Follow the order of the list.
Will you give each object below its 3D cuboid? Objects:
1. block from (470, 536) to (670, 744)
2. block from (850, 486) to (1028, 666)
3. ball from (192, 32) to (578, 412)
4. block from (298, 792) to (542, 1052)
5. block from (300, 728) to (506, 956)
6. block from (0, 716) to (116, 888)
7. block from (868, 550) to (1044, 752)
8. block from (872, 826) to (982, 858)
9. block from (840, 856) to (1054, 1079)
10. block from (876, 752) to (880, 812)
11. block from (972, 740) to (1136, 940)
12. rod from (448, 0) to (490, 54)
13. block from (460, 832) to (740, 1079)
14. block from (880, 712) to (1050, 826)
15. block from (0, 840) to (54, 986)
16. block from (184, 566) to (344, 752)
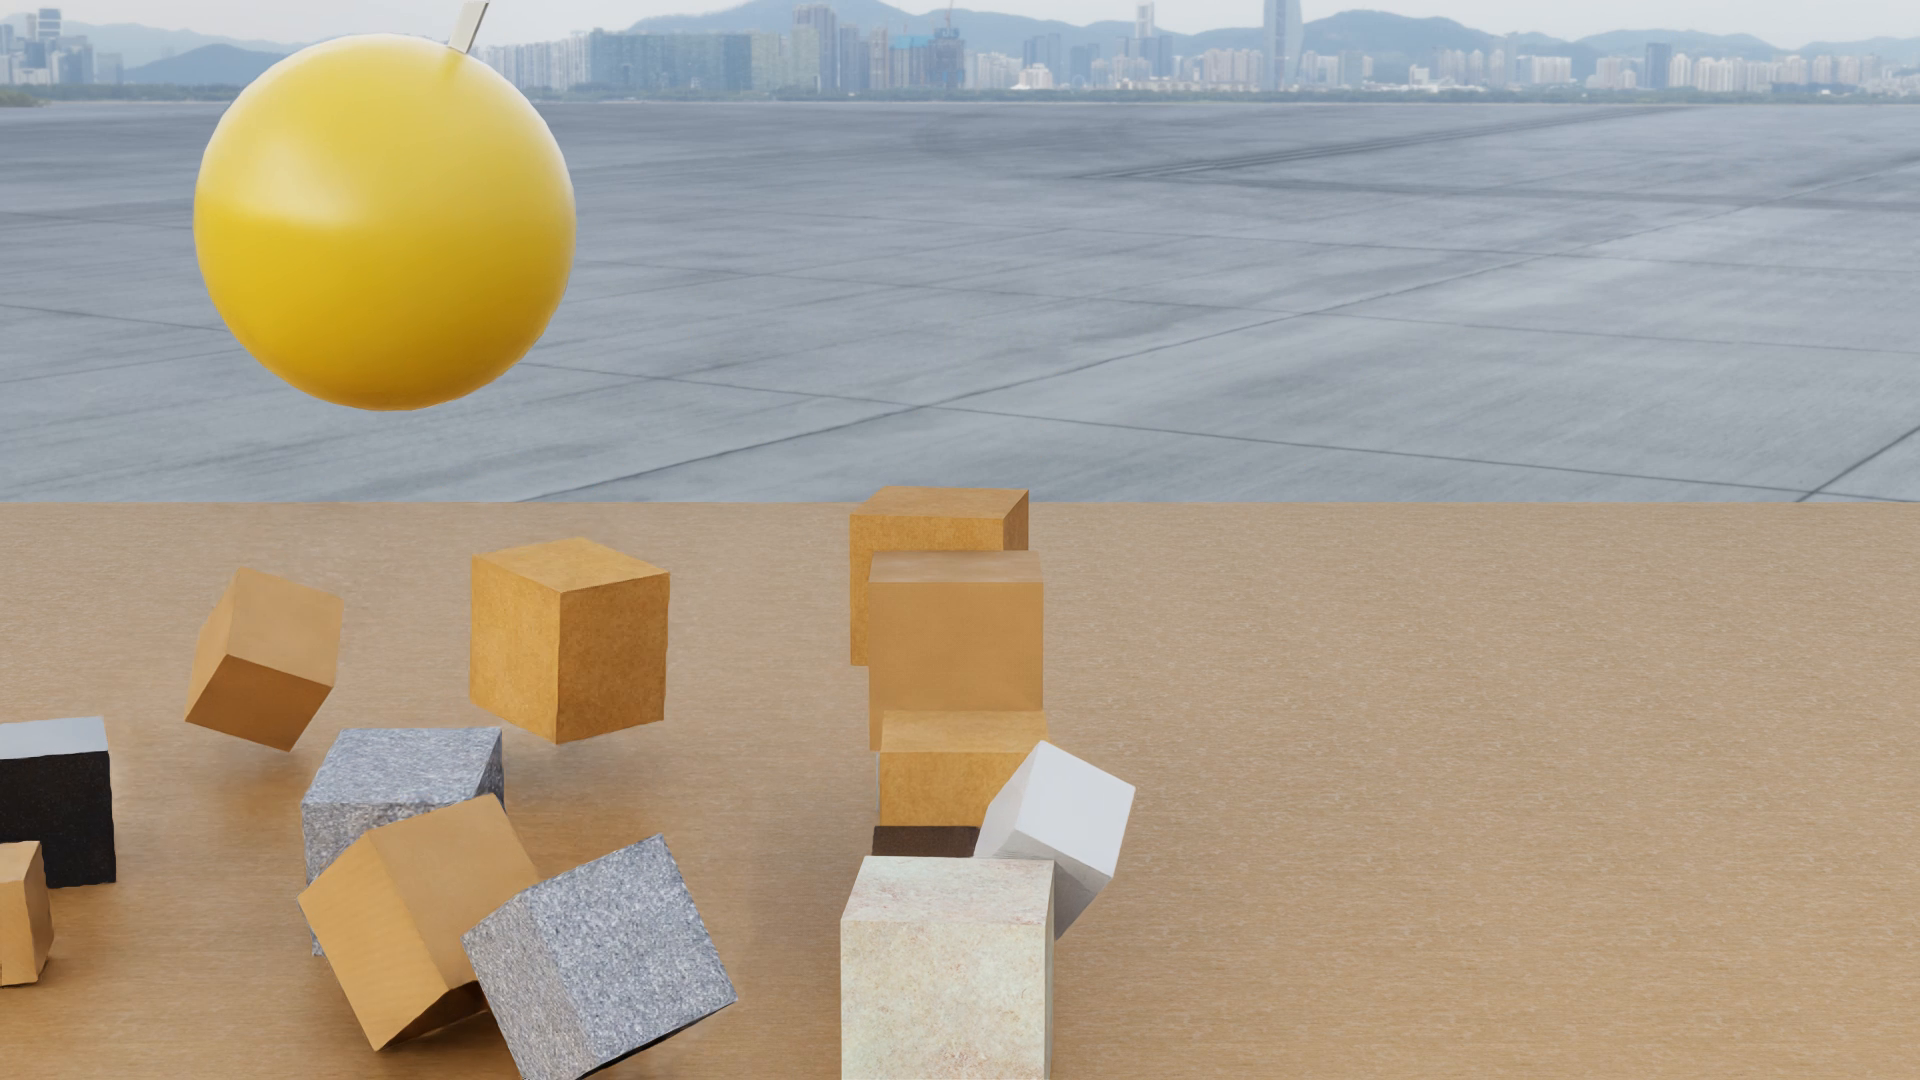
[{"bbox_3d":[-1.989,0.498,13.045,0.672,0.787,0.752,-11,21,-43],"label":"block"},{"bbox_3d":[-0.088,0.171,12.379,0.725,0.721,0.862,2,10,9],"label":"block"},{"bbox_3d":[-2.438,-1.347,10.935,1.600,1.600,1.600,0,10,0],"label":"ball"},{"bbox_3d":[-1.934,1.402,9.461,0.532,0.648,0.607,-41,-16,36],"label":"block"},{"bbox_3d":[-2.283,1.238,10.633,0.675,0.666,0.804,0,17,-2],"label":"block"},{"bbox_3d":[-4.129,1.176,11.426,0.646,0.599,0.656,-4,11,-20],"label":"block"},{"bbox_3d":[-0.018,0.487,11.541,0.758,0.754,0.755,0,10,0],"label":"block"},{"bbox_3d":[-0.013,1.462,10.057,0.660,0.525,0.610,0,10,0],"label":"block"},{"bbox_3d":[-0.030,1.564,8.962,0.684,0.717,0.722,1,10,4],"label":"block"},{"bbox_3d":[-0.008,0.870,12.661,0.790,0.757,0.741,0,10,0],"label":"block"},{"bbox_3d":[0.329,1.114,9.505,0.402,0.465,0.444,27,44,-7],"label":"block"},{"bbox_3d":[-1.057,-4.403,10.380,0.080,5.200,0.080,24,9,-4],"label":"rod"},{"bbox_3d":[-1.244,1.467,8.794,0.554,0.625,0.632,-20,-11,-36],"label":"block"},{"bbox_3d":[0.020,1.196,10.676,0.685,0.825,0.676,0,10,-1],"label":"block"},{"bbox_3d":[-3.855,1.479,10.096,0.443,0.422,0.441,-5,15,-10],"label":"block"},{"bbox_3d":[-3.601,0.618,13.295,0.563,0.590,0.606,21,41,-25],"label":"block"}]
